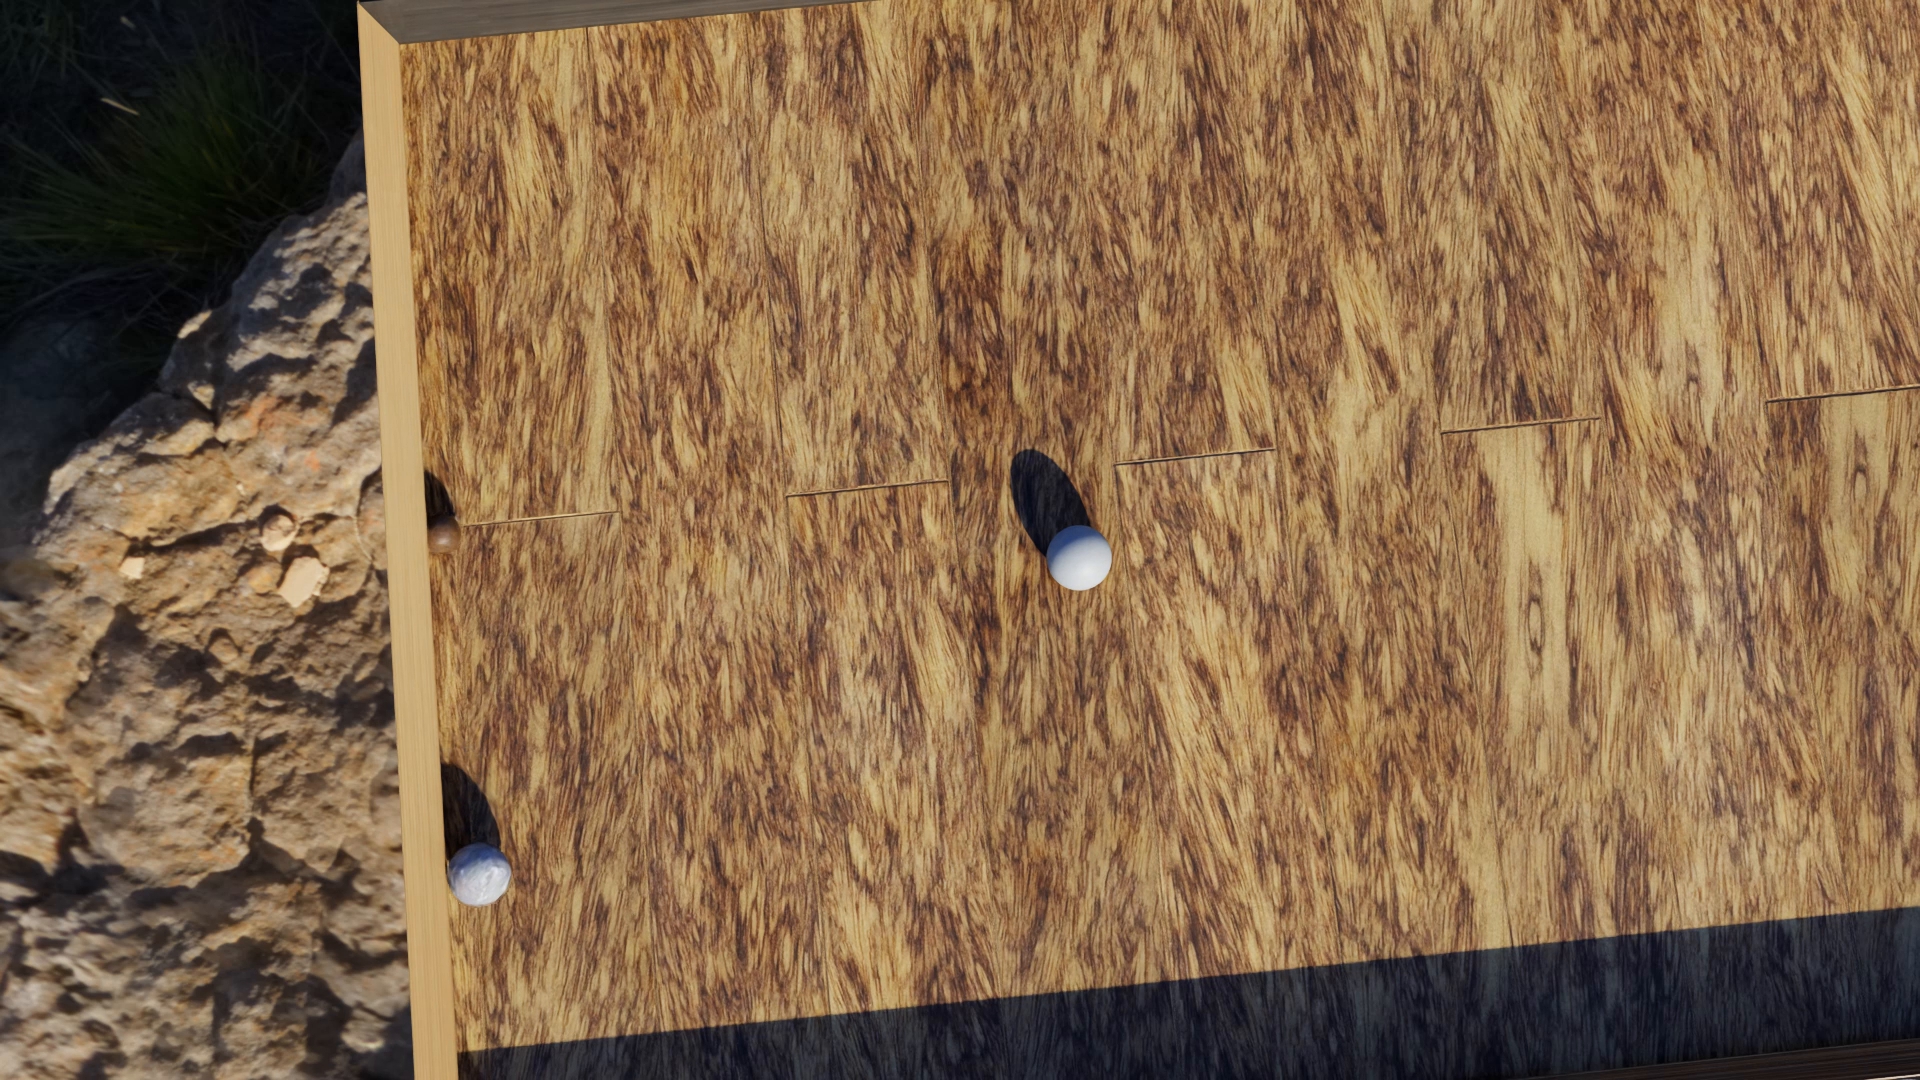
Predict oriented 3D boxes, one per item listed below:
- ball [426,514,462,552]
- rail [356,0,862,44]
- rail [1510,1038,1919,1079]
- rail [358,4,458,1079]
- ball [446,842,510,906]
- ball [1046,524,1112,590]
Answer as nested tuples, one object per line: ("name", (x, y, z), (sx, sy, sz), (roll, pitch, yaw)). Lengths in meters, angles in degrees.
("ball", (-0.776, -0.010, 3.291), (0.058, 0.058, 0.058), (0, 80, 0))
("rail", (0.742, -0.942, 3.419), (3.325, 0.127, 0.045), (-6, 80, -1))
("rail", (0.913, 0.774, 3.118), (3.325, 0.127, 0.045), (-6, 80, -1))
("rail", (-0.804, 0.074, 3.241), (0.045, 0.127, 1.798), (-6, 80, -1))
("ball", (-0.697, 0.484, 3.188), (0.091, 0.091, 0.091), (0, 80, 0))
("ball", (0.177, 0.026, 3.265), (0.097, 0.097, 0.097), (0, 80, 0))
